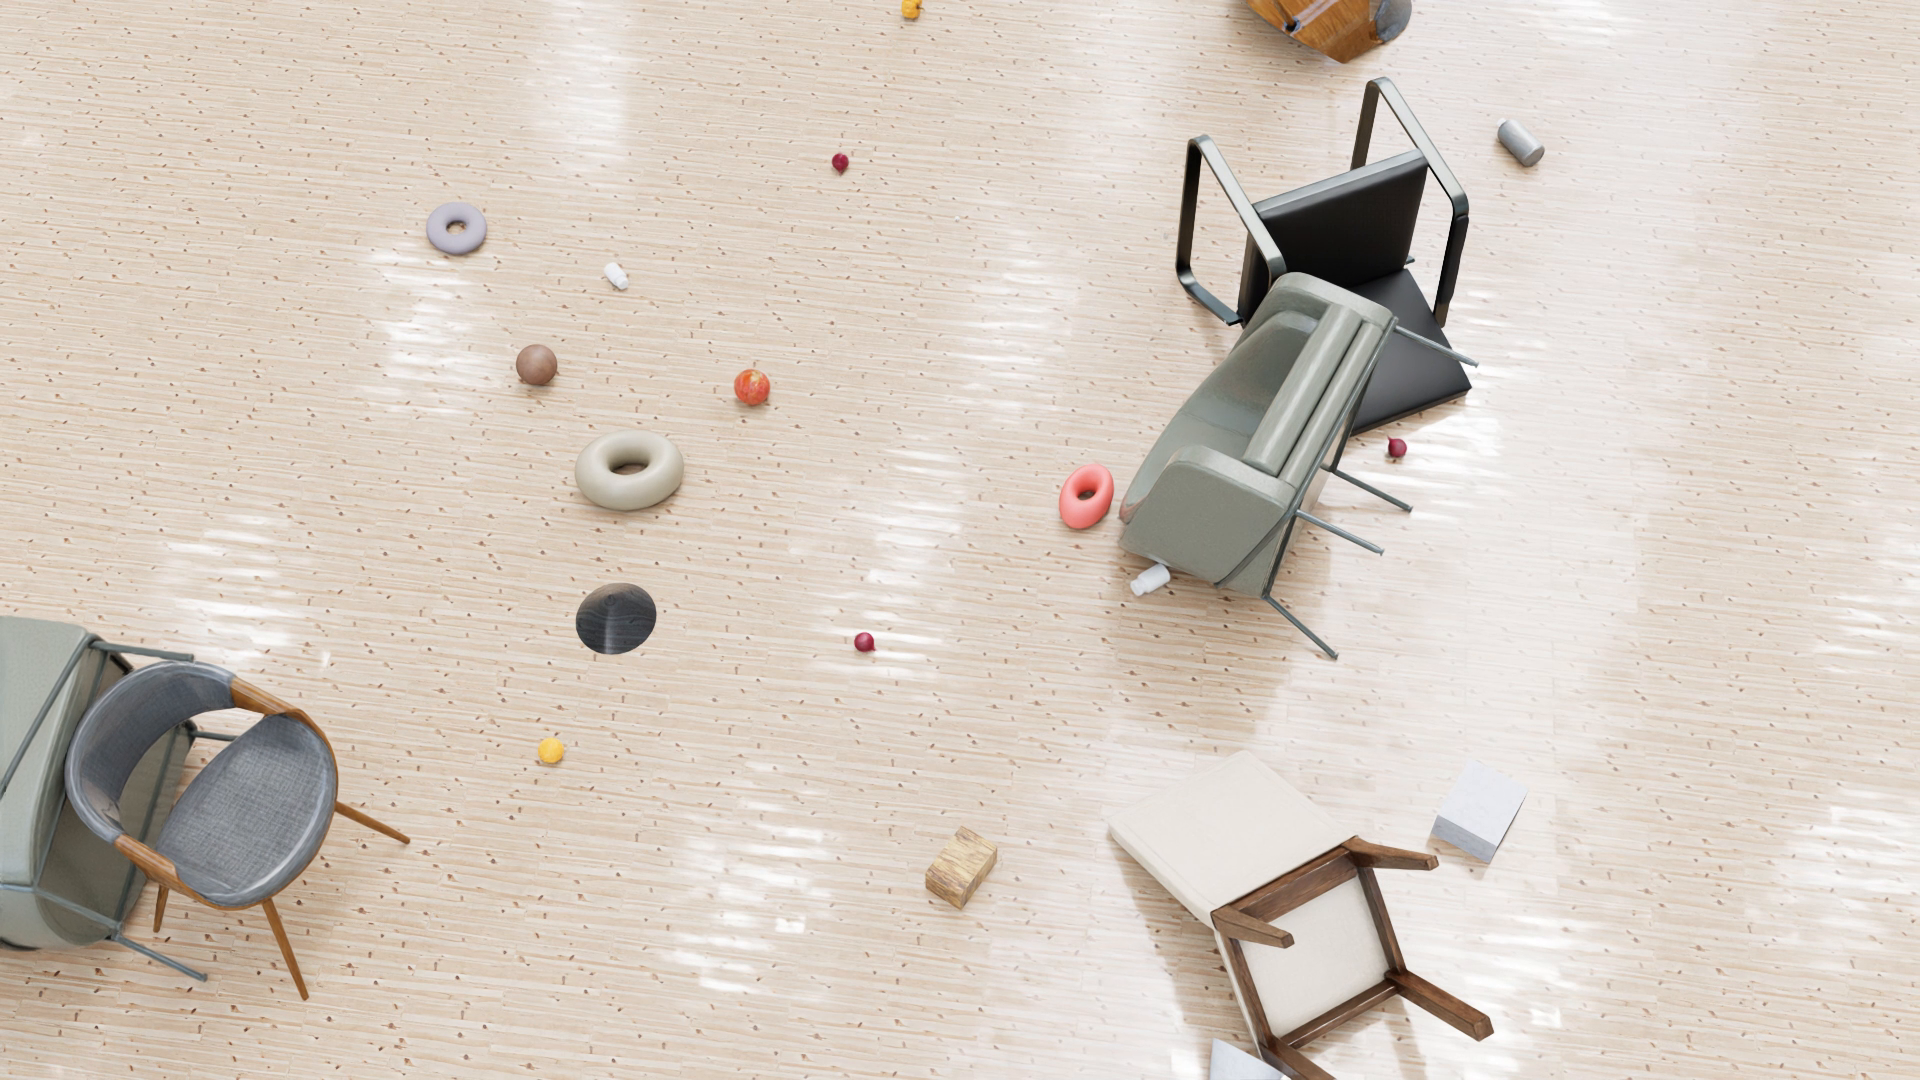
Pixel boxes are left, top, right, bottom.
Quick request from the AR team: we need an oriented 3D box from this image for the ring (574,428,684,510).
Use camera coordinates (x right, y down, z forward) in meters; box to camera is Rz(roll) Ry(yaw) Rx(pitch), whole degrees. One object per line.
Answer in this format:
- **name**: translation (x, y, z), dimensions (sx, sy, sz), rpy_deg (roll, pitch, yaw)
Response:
- **ring**: translation (-0.998, -0.213, 6.638), dimensions (0.330, 0.133, 0.262), rpy_deg (-6, 55, -6)

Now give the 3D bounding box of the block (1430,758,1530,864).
- **block**: translation (1.421, 0.740, 6.011), dimensions (0.177, 0.110, 0.205), rpy_deg (28, 61, 18)

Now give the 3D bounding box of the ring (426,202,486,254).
- **ring**: translation (-1.656, -1.026, 7.230), dimensions (0.196, 0.055, 0.223), rpy_deg (-28, 60, -16)

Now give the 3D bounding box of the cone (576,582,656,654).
- **cone**: translation (-1.004, 0.192, 6.366), dimensions (0.236, 0.131, 0.250), rpy_deg (8, 56, 5)

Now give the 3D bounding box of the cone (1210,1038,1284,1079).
- **cone**: translation (0.675, 1.422, 5.575), dimensions (0.203, 0.156, 0.249), rpy_deg (24, 77, 22)

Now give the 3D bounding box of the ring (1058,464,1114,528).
- **ring**: translation (0.380, -0.132, 6.598), dimensions (0.150, 0.111, 0.217), rpy_deg (24, 61, 17)

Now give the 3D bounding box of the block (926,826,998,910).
- **block**: translation (0.004, 0.882, 5.924), dimensions (0.116, 0.096, 0.173), rpy_deg (30, 61, 18)
